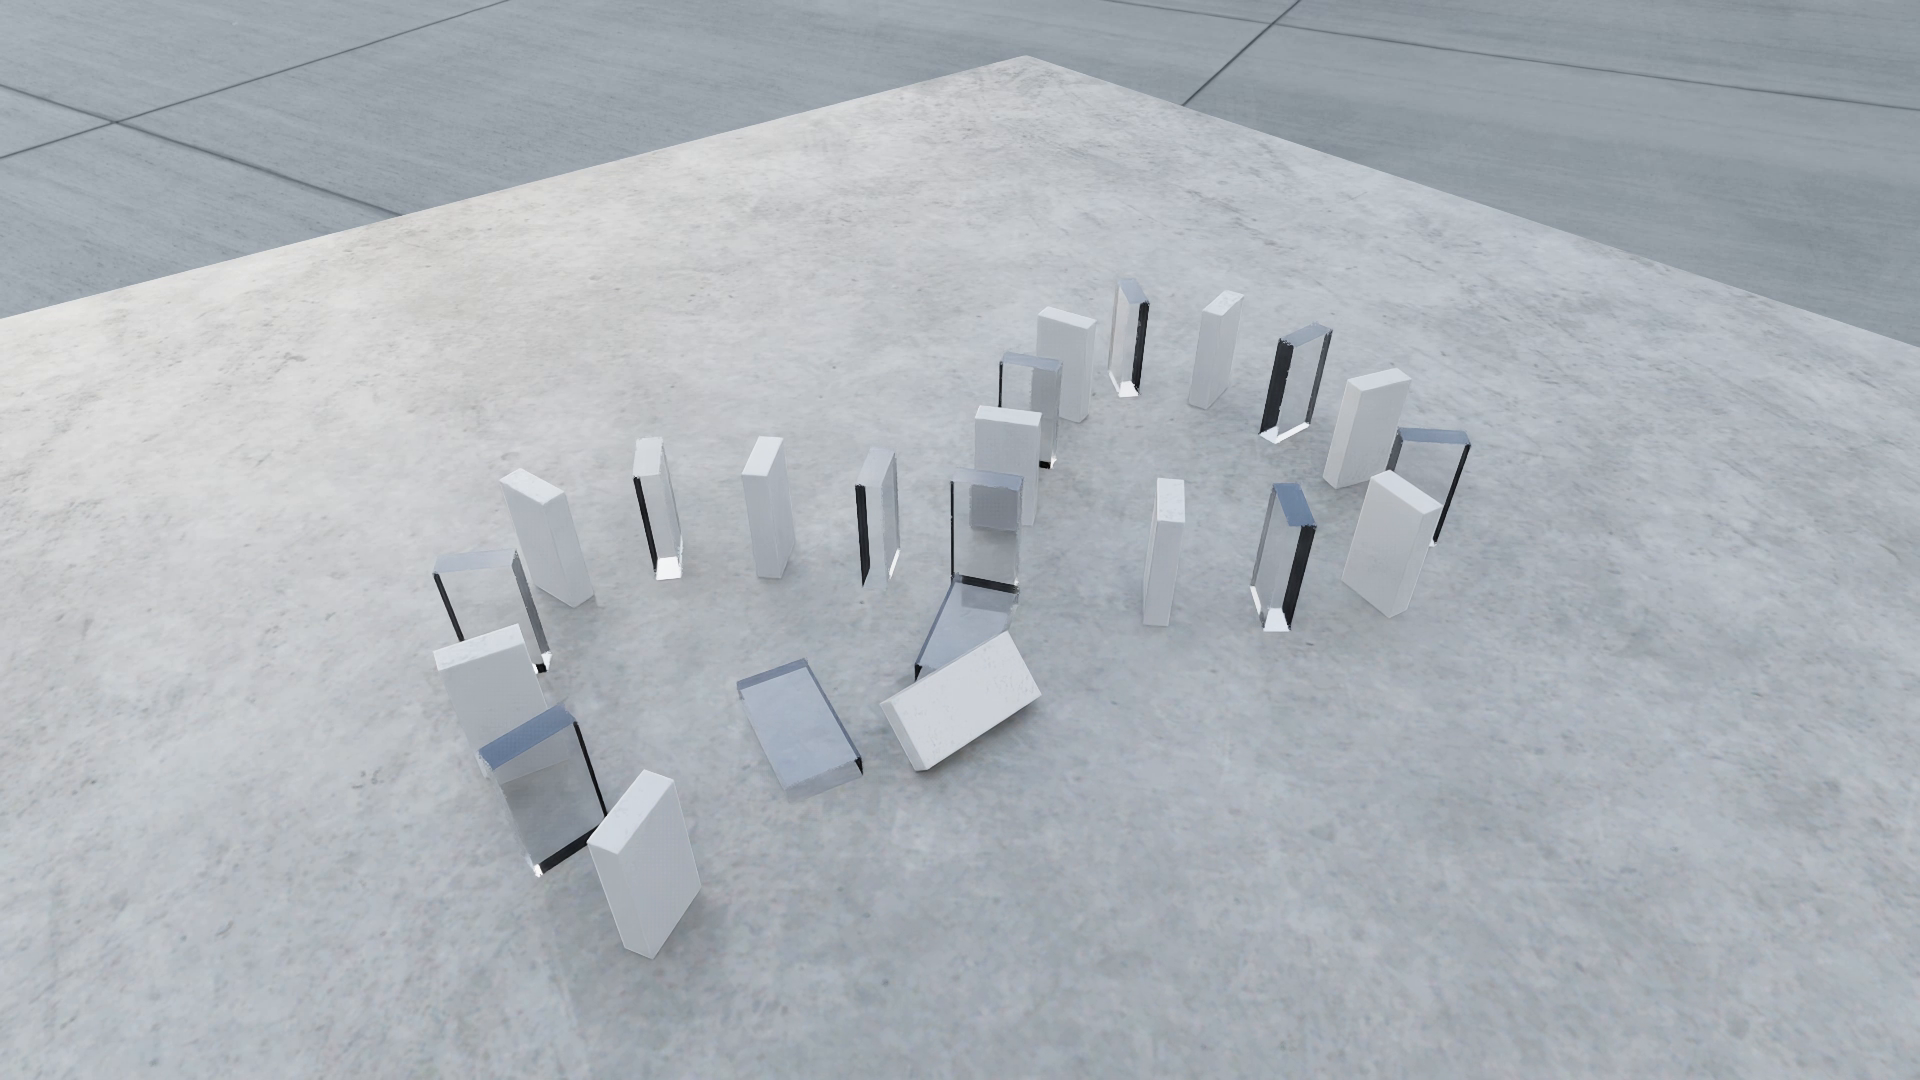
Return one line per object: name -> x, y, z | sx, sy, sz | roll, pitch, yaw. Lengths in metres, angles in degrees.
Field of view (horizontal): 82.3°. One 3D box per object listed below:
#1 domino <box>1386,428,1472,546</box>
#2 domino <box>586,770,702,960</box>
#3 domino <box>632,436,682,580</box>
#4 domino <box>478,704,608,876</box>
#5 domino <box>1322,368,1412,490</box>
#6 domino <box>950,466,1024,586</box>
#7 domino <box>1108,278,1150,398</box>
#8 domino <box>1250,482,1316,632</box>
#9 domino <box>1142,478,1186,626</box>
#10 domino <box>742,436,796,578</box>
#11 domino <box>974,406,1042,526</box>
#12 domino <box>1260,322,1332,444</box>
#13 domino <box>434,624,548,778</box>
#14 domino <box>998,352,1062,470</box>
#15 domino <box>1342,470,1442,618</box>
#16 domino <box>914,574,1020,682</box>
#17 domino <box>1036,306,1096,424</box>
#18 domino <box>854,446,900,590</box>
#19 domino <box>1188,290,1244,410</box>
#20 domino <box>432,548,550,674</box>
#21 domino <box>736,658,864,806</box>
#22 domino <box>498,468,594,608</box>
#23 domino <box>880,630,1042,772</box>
domino -> 0.182, -0.021, 0.437 | 0.025, 0.050, 0.009 | 4, 39, 5
domino -> -0.086, 0.090, 0.302 | 0.009, 0.050, 0.025 | 15, 42, 17
domino -> -0.117, -0.012, 0.426 | 0.009, 0.050, 0.025 | -6, 40, -7
domino -> -0.120, 0.074, 0.322 | 0.025, 0.050, 0.009 | -32, 49, -33
domino -> 0.173, -0.047, 0.469 | 0.025, 0.050, 0.010 | -14, 41, -17
domino -> 0.010, -0.003, 0.415 | 0.025, 0.050, 0.010 | 9, 40, 11
domino -> 0.081, -0.097, 0.530 | 0.009, 0.050, 0.025 | -5, 40, -6
domino -> 0.118, 0.007, 0.403 | 0.010, 0.050, 0.025 | 0, 39, 0
domino -> 0.075, 0.005, 0.405 | 0.009, 0.050, 0.025 | 5, 40, 6
domino -> -0.074, -0.012, 0.426 | 0.009, 0.050, 0.025 | 4, 40, 5
domino -> 0.019, -0.030, 0.448 | 0.025, 0.050, 0.009 | 8, 40, 10
domino -> 0.152, -0.071, 0.498 | 0.025, 0.050, 0.009 | -26, 46, -28
domino -> -0.145, 0.052, 0.348 | 0.025, 0.050, 0.010 | -19, 43, -22
domino -> 0.030, -0.056, 0.480 | 0.025, 0.050, 0.009 | 12, 41, 14
domino -> 0.160, 0.002, 0.409 | 0.009, 0.050, 0.025 | -20, 43, -22
domino -> 0.003, 0.034, 0.402 | 0.025, 0.010, 0.050 | 11, 41, 13
domino -> 0.048, -0.081, 0.510 | 0.025, 0.050, 0.009 | 22, 44, 24
domino -> -0.031, -0.008, 0.421 | 0.010, 0.050, 0.025 | 7, 40, 8
domino -> 0.121, -0.090, 0.521 | 0.009, 0.050, 0.025 | 24, 45, 26
domino -> -0.161, 0.026, 0.380 | 0.025, 0.050, 0.009 | -6, 40, -7
domino -> -0.054, 0.063, 0.367 | 0.025, 0.010, 0.050 | -18, 43, -21
domino -> -0.154, 0.000, 0.412 | 0.025, 0.050, 0.010 | 24, 45, 27
domino -> 0.001, 0.053, 0.367 | 0.050, 0.009, 0.025 | -28, 90, -30
